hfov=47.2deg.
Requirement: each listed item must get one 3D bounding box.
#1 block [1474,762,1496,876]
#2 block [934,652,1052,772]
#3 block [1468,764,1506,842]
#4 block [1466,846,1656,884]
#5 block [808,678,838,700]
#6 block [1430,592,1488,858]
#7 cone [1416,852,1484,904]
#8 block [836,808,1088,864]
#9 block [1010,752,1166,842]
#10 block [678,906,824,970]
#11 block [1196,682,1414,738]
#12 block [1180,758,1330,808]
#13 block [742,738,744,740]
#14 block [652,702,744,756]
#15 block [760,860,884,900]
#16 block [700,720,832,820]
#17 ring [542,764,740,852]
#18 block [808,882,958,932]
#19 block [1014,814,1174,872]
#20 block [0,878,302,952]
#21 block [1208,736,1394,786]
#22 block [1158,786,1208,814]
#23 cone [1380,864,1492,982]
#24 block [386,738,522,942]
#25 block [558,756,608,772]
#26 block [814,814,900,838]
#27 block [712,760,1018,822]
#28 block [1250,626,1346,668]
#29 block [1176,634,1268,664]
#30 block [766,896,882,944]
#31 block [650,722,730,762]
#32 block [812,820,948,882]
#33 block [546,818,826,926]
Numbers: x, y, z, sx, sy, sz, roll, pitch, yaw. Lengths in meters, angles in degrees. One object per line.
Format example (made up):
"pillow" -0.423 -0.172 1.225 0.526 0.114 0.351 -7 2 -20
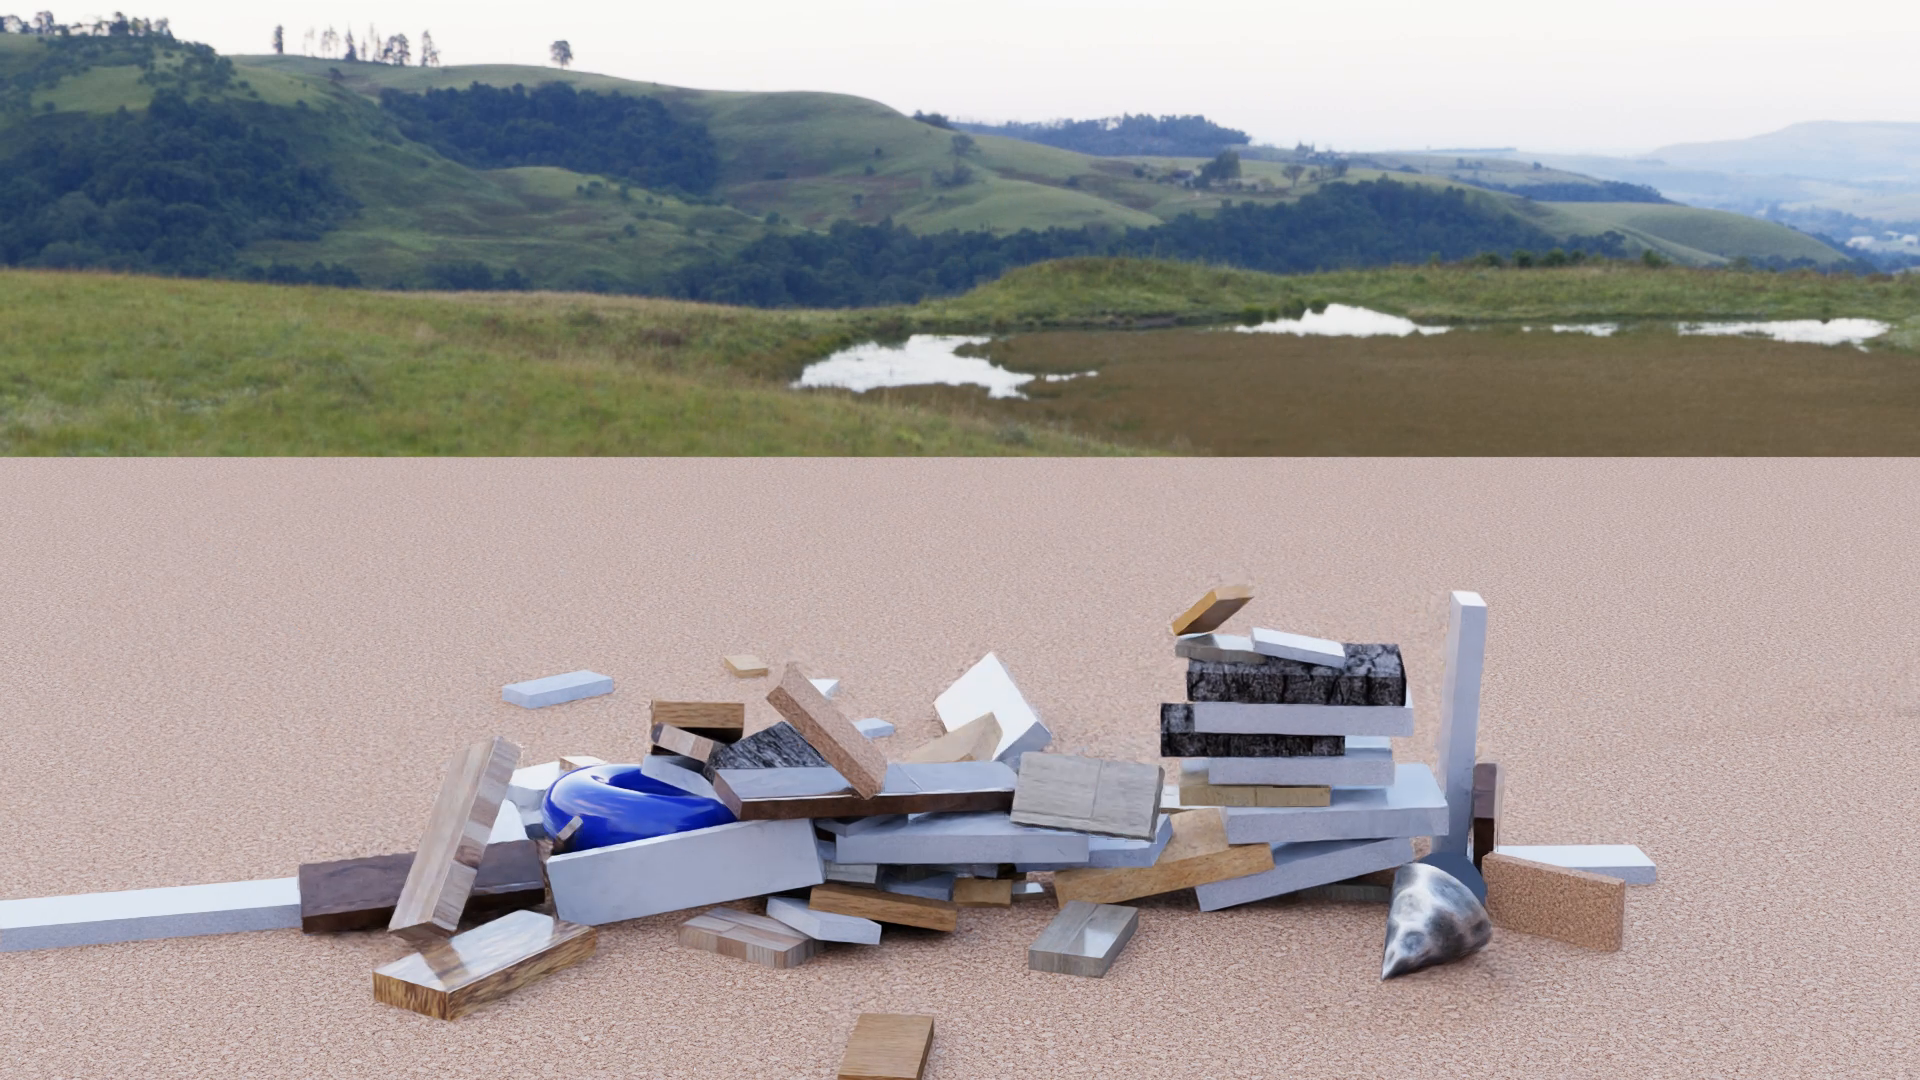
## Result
"block" 0.858 0.479 3.594 0.031 0.222 0.111 2 46 15
"block" 0.060 0.365 4.482 0.167 0.047 0.577 -41 13 1
"block" 0.917 0.459 3.838 0.037 0.131 0.262 6 -3 19
"block" 1.017 0.556 3.765 0.315 0.031 0.111 0 11 -1
"block" -0.326 0.341 4.955 0.071 0.020 0.142 2 11 12
"block" 0.829 0.338 3.666 0.041 0.488 0.146 4 8 6
"cone" 0.790 0.579 3.571 0.127 0.127 0.127 3 -16 17
"block" 0.002 0.471 3.601 0.404 0.049 0.171 0 16 -2
"block" 0.203 0.408 3.508 0.232 0.116 0.033 4 -19 22
"block" -0.326 0.620 3.429 0.207 0.029 0.104 7 13 33
"block" 0.555 0.264 3.573 0.343 0.049 0.171 1 15 6
"block" 0.480 0.395 3.590 0.239 0.034 0.120 0 17 7
"block" -0.479 0.443 4.402 0.074 0.021 0.265 0 11 0
"block" -0.482 0.371 4.004 0.155 0.044 0.448 2 -18 -8
"block" -0.240 0.552 3.576 0.223 0.032 0.112 4 -28 7
"block" -0.280 0.389 3.684 0.167 0.047 0.335 39 20 13
"ring" -0.518 0.481 3.789 0.404 0.135 0.404 7 4 0
"block" -0.122 0.578 3.476 0.230 0.033 0.115 9 -2 -2
"block" 0.220 0.501 3.641 0.239 0.034 0.120 -6 18 25
"block" -1.193 0.593 3.546 0.801 0.038 0.135 -3 11 -14
"block" 0.553 0.353 3.582 0.293 0.041 0.146 0 15 6
"block" 0.286 0.477 3.979 0.999 0.037 0.131 2 11 12
"cone" 0.685 0.613 3.336 0.172 0.172 0.172 11 42 46
"block" -0.792 0.470 3.447 0.044 0.310 0.155 32 -31 -28
"block" -0.695 0.441 4.193 0.074 0.021 0.148 4 6 -40
"block" -0.160 0.443 3.570 0.073 0.021 0.146 14 21 39
"block" -0.134 0.402 3.541 0.518 0.033 0.116 1 18 -29
"block" 0.543 0.173 3.540 0.146 0.021 0.073 10 15 1
"block" 0.431 0.176 3.586 0.146 0.021 0.073 4 16 17
"block" -0.214 0.593 3.435 0.103 0.029 0.207 10 -3 -27
"block" -0.400 0.375 3.810 0.135 0.038 0.269 14 -7 35
"block" -0.157 0.496 3.787 0.112 0.032 0.367 -7 19 -38
"block" -0.435 0.523 3.485 0.427 0.115 0.033 -11 10 5
